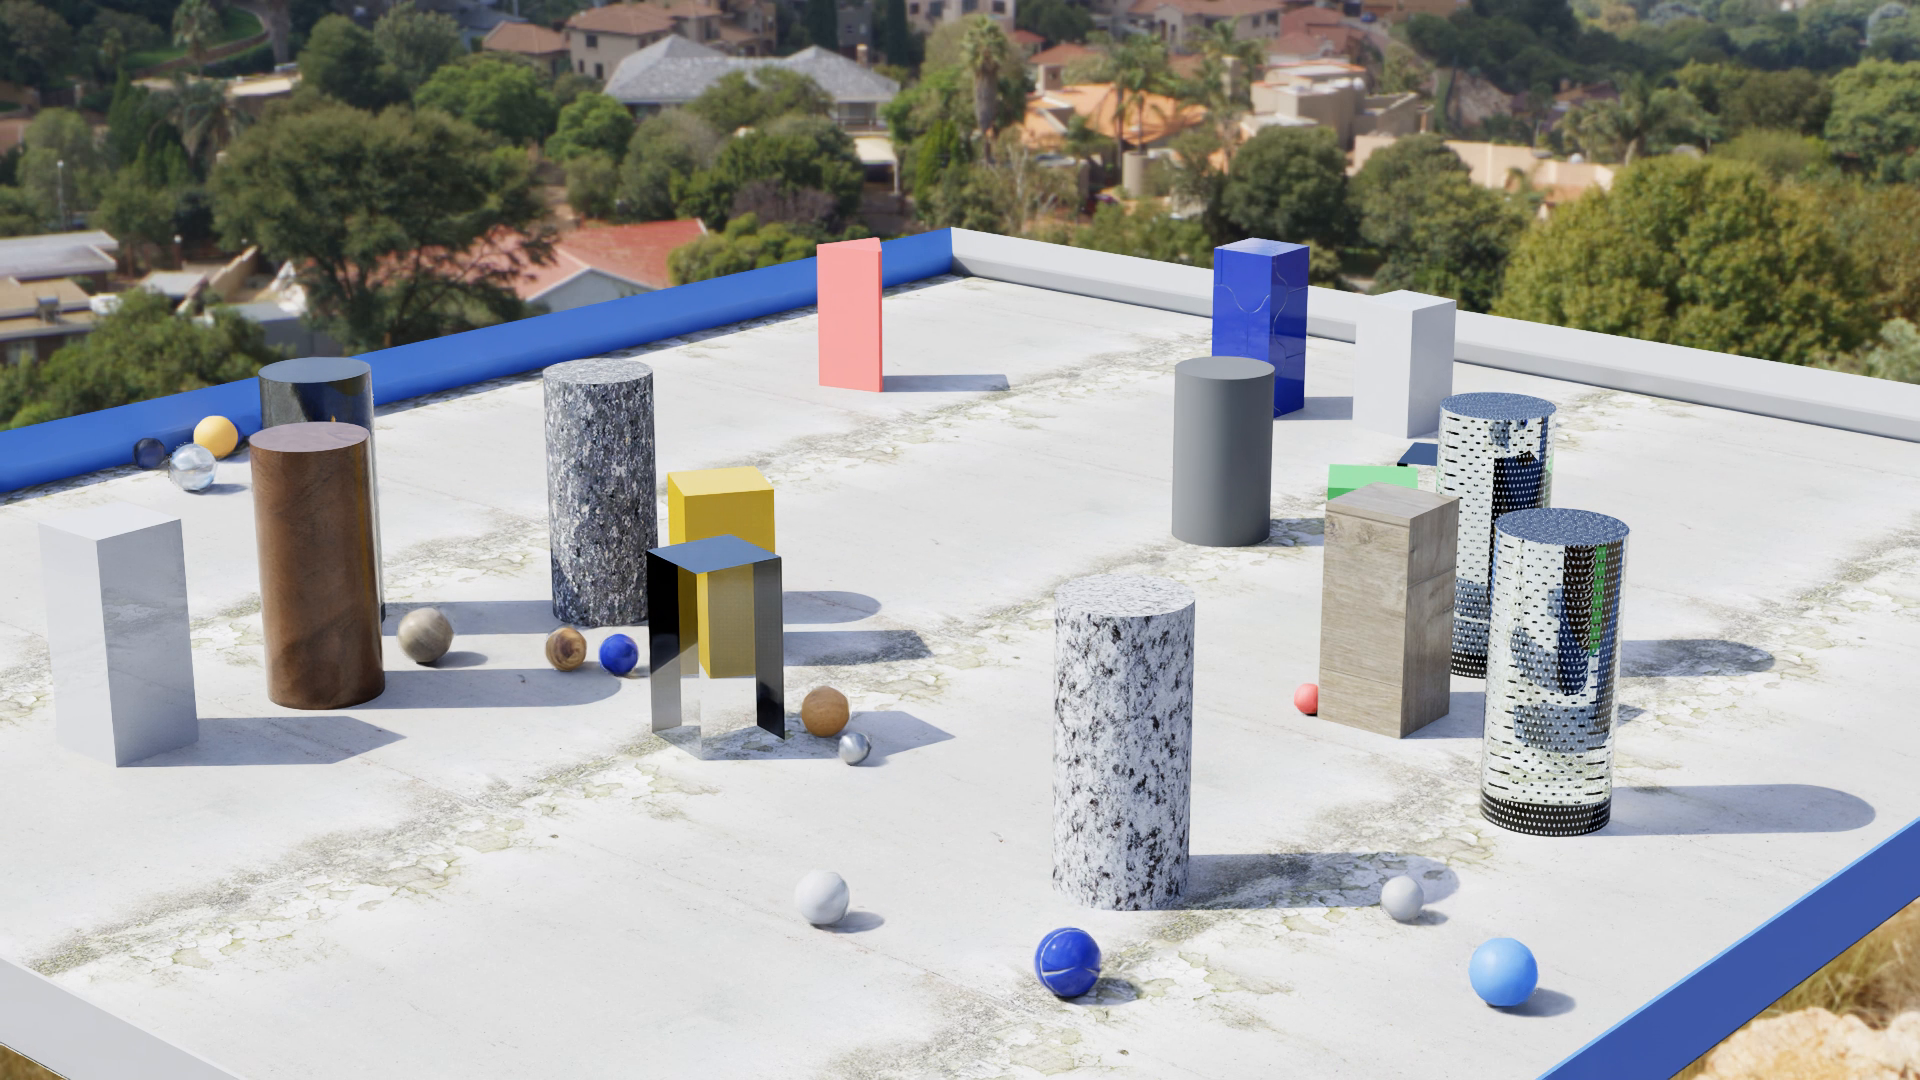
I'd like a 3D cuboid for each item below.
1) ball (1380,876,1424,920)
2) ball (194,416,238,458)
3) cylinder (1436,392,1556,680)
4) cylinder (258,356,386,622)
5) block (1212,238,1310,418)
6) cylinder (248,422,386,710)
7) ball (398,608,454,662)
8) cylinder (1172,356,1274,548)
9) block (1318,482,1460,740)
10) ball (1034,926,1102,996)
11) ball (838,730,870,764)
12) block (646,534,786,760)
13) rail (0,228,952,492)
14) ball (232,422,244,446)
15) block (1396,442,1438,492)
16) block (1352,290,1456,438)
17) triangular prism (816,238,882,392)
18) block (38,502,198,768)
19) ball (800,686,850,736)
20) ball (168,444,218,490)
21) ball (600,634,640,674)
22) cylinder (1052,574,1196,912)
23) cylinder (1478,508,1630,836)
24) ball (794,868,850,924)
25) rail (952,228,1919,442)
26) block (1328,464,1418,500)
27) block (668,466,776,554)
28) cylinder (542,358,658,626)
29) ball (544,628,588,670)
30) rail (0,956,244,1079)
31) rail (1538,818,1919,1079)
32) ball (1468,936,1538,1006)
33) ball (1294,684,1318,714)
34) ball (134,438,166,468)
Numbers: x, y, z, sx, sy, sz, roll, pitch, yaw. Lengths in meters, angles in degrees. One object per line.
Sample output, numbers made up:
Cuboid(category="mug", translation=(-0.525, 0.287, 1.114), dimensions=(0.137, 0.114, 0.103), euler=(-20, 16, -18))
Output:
Cuboid(category="ball", translation=(0.573, 0.464, 3.799), dimensions=(0.056, 0.056, 0.056), euler=(0, 17, 0))
Cuboid(category="ball", translation=(-1.515, -0.210, 5.968), dimensions=(0.088, 0.088, 0.088), euler=(0, 17, 0))
Cuboid(category="cylinder", translation=(0.854, -0.008, 4.716), dimensions=(0.183, 0.428, 0.183), euler=(0, 17, 0))
Cuboid(category="cylinder", translation=(-1.068, -0.073, 4.918), dimensions=(0.183, 0.436, 0.183), euler=(0, 17, 0))
Cuboid(category="block", translation=(0.645, -0.455, 6.316), dimensions=(0.146, 0.357, 0.146), euler=(13, 21, 37))
Cuboid(category="cylinder", translation=(-1.003, 0.039, 4.581), dimensions=(0.183, 0.416, 0.183), euler=(0, 17, 0))
Cuboid(category="ball", translation=(-0.868, 0.154, 4.766), dimensions=(0.088, 0.088, 0.088), euler=(0, 17, 0))
Cuboid(category="cylinder", translation=(0.486, -0.164, 5.424), dimensions=(0.183, 0.317, 0.183), euler=(0, 17, 0))
Cuboid(category="block", translation=(0.654, 0.105, 4.480), dimensions=(0.146, 0.348, 0.146), euler=(13, 21, 37))
Cuboid(category="ball", translation=(0.132, 0.515, 3.583), dimensions=(0.084, 0.084, 0.084), euler=(0, 17, 0))
Cuboid(category="ball", translation=(-0.156, 0.306, 4.332), dimensions=(0.049, 0.049, 0.049), euler=(0, 17, 0))
Cuboid(category="block", translation=(-0.366, 0.159, 4.402), dimensions=(0.146, 0.290, 0.146), euler=(-12, 20, -34))
Cuboid(category="rail", translation=(-1.360, -0.312, 6.251), dimensions=(0.045, 0.119, 4.131), euler=(14, 22, 39))
Cuboid(category="ball", translation=(-1.507, -0.216, 6.041), dimensions=(0.058, 0.058, 0.058), euler=(0, 17, 0))
Cuboid(category="block", translation=(0.840, -0.026, 5.085), dimensions=(0.146, 0.248, 0.146), euler=(6, 18, 19))
Cuboid(category="block", translation=(0.937, -0.372, 6.184), dimensions=(0.146, 0.274, 0.146), euler=(-15, 22, -41))
Cuboid(category="triangular prism", translation=(-0.216, -0.508, 6.556), dimensions=(0.158, 0.318, 0.137), euler=(8, 19, 25))
Cuboid(category="block", translation=(-1.252, 0.138, 4.368), dimensions=(0.146, 0.350, 0.146), euler=(14, 22, 38))
Cuboid(category="ball", translation=(-0.204, 0.259, 4.443), dimensions=(0.075, 0.075, 0.075), euler=(0, 17, 0))
Cuboid(category="ball", translation=(-1.502, -0.143, 5.741), dimensions=(0.091, 0.091, 0.091), euler=(0, 17, 0))
Cuboid(category="ball", translation=(-0.548, 0.183, 4.713), dimensions=(0.064, 0.064, 0.064), euler=(0, 17, 0))
Cuboid(category="cylinder", translation=(0.214, 0.264, 3.856), dimensions=(0.183, 0.405, 0.183), euler=(0, 17, 0))
Cuboid(category="cylinder", translation=(0.828, 0.183, 4.093), dimensions=(0.183, 0.423, 0.183), euler=(0, 17, 0))
Cuboid(category="ball", translation=(-0.177, 0.460, 3.784), dimensions=(0.072, 0.072, 0.072), euler=(0, 17, 0))
Cuboid(category="rail", translation=(1.339, -0.417, 6.597), dimensions=(3.649, 0.119, 0.045), euler=(14, 22, 39))
Cuboid(category="block", translation=(0.685, 0.022, 4.899), dimensions=(0.146, 0.264, 0.146), euler=(2, 17, 8))
Cuboid(category="block", translation=(-0.389, 0.042, 4.789), dimensions=(0.146, 0.289, 0.146), euler=(-5, 17, -15))
Cuboid(category="cylinder", translation=(-0.606, -0.081, 4.970), dimensions=(0.183, 0.422, 0.183), euler=(0, 17, 0))
Cuboid(category="ball", translation=(-0.635, 0.175, 4.732), dimensions=(0.068, 0.068, 0.068), euler=(0, 17, 0))
Cuboid(category="rail", translation=(-1.339, 0.477, 3.646), dimensions=(3.649, 0.119, 0.045), euler=(14, 22, 39))
Cuboid(category="rail", translation=(1.360, 0.372, 3.991), dimensions=(0.045, 0.119, 4.131), euler=(14, 22, 39))
Cuboid(category="ball", translation=(0.659, 0.523, 3.555), dimensions=(0.084, 0.084, 0.084), euler=(0, 17, 0))
Cuboid(category="ball", translation=(0.539, 0.245, 4.536), dimensions=(0.048, 0.048, 0.048), euler=(0, 17, 0))
Cuboid(category="ball", translation=(-1.631, -0.175, 5.898), dimensions=(0.063, 0.063, 0.063), euler=(0, 17, 0))
